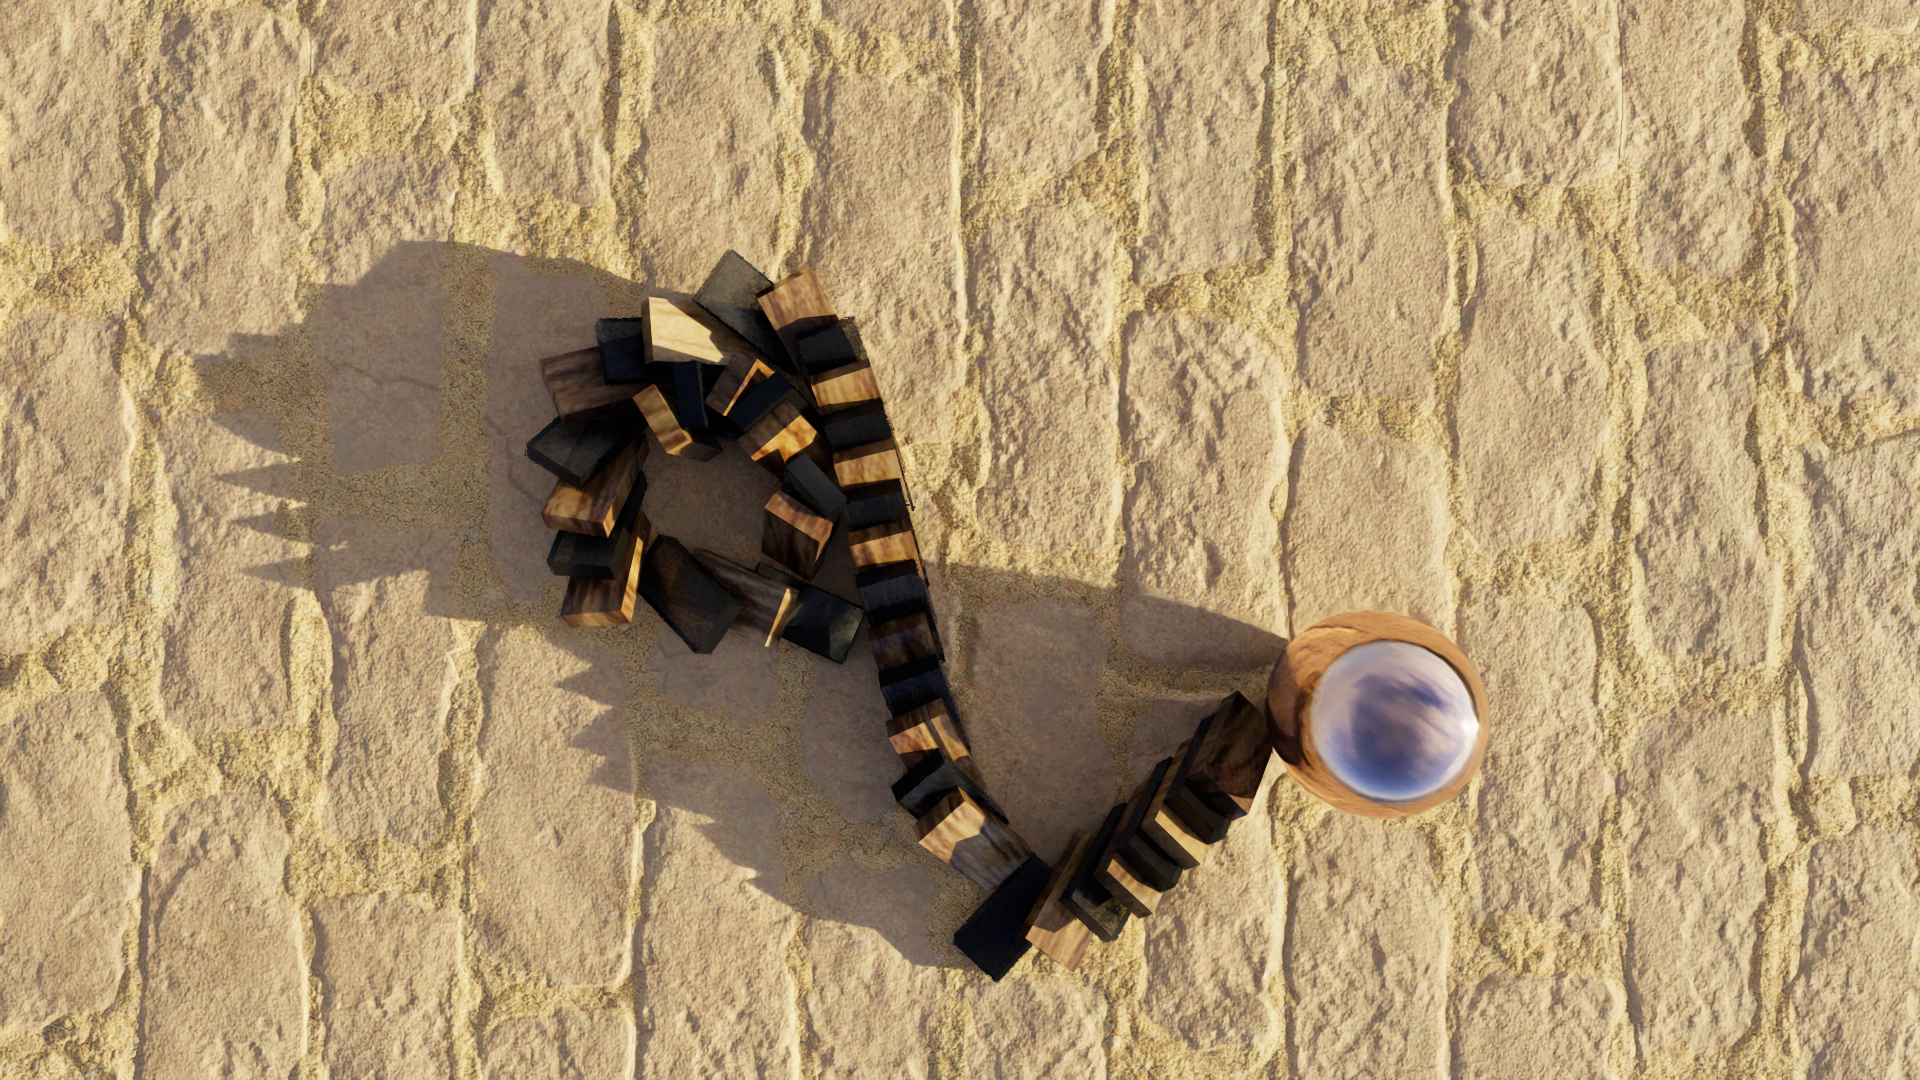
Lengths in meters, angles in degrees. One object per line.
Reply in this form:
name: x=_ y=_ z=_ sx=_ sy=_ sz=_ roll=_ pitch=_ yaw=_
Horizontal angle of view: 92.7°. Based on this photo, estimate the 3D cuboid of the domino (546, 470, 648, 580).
domino: x=-0.150 y=-0.008 z=0.381 sx=0.025 sy=0.010 sz=0.050 roll=4 pitch=54 yaw=0

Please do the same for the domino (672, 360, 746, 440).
domino: x=-0.100 y=-0.056 z=0.375 sx=0.009 sy=0.050 sz=0.025 roll=-7 pitch=90 yaw=9

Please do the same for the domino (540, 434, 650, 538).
domino: x=-0.150 y=-0.025 z=0.381 sx=0.025 sy=0.009 sz=0.050 roll=9 pitch=51 yaw=0

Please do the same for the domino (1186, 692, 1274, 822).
domino: x=0.114 y=0.088 z=0.379 sx=0.025 sy=0.050 sz=0.010 roll=45 pitch=135 yaw=0

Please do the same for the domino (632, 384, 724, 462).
domino: x=-0.114 y=-0.047 z=0.375 sx=0.009 sy=0.050 sz=0.025 roll=-32 pitch=90 yaw=1

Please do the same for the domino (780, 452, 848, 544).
domino: x=-0.061 y=-0.014 z=0.374 sx=0.010 sy=0.050 sz=0.025 roll=-41 pitch=85 yaw=-24

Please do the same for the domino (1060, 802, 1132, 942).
domino: x=0.064 y=0.137 z=0.381 sx=0.025 sy=0.010 sz=0.050 roll=43 pitch=52 yaw=0

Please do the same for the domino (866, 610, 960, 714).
domino: x=-0.019 y=0.055 z=0.383 sx=0.025 sy=0.009 sz=0.050 roll=-18 pitch=120 yaw=0

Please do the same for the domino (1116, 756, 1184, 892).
domino: x=0.085 y=0.117 z=0.379 sx=0.025 sy=0.010 sz=0.050 roll=43 pitch=45 yaw=0

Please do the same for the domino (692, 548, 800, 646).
domino: x=-0.094 y=0.024 z=0.386 sx=0.050 sy=0.009 sz=0.025 roll=21 pitch=90 yaw=23

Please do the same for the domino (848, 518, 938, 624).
domino: x=-0.027 y=0.016 z=0.381 sx=0.025 sy=0.009 sz=0.050 roll=-15 pitch=126 yaw=-1

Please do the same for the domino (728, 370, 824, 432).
domino: x=-0.073 y=-0.049 z=0.375 sx=0.025 sy=0.050 sz=0.010 roll=-41 pitch=77 yaw=0

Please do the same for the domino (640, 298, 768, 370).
domino: x=-0.105 y=-0.085 z=0.381 sx=0.050 sy=0.009 sz=0.025 roll=-4 pitch=90 yaw=-39

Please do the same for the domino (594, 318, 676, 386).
domino: x=-0.124 y=-0.080 z=0.383 sx=0.050 sy=0.010 sz=0.025 roll=-10 pitch=90 yaw=-30

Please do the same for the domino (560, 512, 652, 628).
domino: x=-0.146 y=0.012 z=0.380 sx=0.025 sy=0.010 sz=0.050 roll=-5 pitch=53 yaw=4

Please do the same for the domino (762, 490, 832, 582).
domino: x=-0.067 y=-0.001 z=0.375 sx=0.025 sy=0.050 sz=0.009 roll=32 pitch=66 yaw=0

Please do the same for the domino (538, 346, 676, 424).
domino: x=-0.145 y=-0.068 z=0.382 sx=0.050 sy=0.009 sz=0.025 roll=-24 pitch=86 yaw=-32

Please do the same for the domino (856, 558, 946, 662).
domino: x=-0.024 y=0.033 z=0.382 sx=0.025 sy=0.010 sz=0.050 roll=-15 pitch=125 yaw=0

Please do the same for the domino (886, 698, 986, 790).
domino: x=-0.009 y=0.090 z=0.382 sx=0.025 sy=0.010 sz=0.050 roll=-24 pitch=123 yaw=1

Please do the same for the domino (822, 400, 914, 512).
domino: x=-0.037 y=-0.031 z=0.382 sx=0.025 sy=0.009 sz=0.050 roll=-15 pitch=126 yaw=0

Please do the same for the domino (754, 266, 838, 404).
domino: x=-0.061 y=-0.085 z=0.382 sx=0.025 sy=0.009 sz=0.050 roll=-30 pitch=121 yaw=-4

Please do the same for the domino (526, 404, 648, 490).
domino: x=-0.152 y=-0.046 z=0.381 sx=0.025 sy=0.010 sz=0.050 roll=32 pitch=53 yaw=0

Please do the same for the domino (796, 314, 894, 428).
domino: x=-0.048 y=-0.065 z=0.383 sx=0.025 sy=0.010 sz=0.050 roll=-19 pitch=120 yaw=0

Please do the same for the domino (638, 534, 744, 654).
domino: x=-0.115 y=0.022 z=0.383 sx=0.050 sy=0.010 sz=0.025 roll=39 pitch=98 yaw=26

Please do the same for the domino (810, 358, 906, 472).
domino: x=-0.042 y=-0.048 z=0.382 sx=0.025 sy=0.010 sz=0.050 roll=-18 pitch=125 yaw=0

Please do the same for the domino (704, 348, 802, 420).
domino: x=-0.083 y=-0.058 z=0.375 sx=0.009 sy=0.050 sz=0.025 roll=31 pitch=90 yaw=12

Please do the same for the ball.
ball: x=0.162 y=0.068 z=0.360 sx=0.080 sy=0.080 sz=0.080 roll=0 pitch=90 yaw=0

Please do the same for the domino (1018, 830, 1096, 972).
domino: x=0.049 y=0.151 z=0.386 sx=0.025 sy=0.009 sz=0.050 roll=37 pitch=69 yaw=-5

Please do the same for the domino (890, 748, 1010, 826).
domino: x=-0.003 y=0.111 z=0.383 sx=0.025 sy=0.010 sz=0.050 roll=-40 pitch=122 yaw=1

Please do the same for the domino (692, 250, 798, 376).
domino: x=-0.082 y=-0.094 z=0.381 sx=0.050 sy=0.010 sz=0.025 roll=36 pitch=86 yaw=-36

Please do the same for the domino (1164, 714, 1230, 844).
domino: x=0.104 y=0.098 z=0.379 sx=0.025 sy=0.050 sz=0.010 roll=44 pitch=135 yaw=0

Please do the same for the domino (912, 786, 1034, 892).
domino: x=0.006 y=0.126 z=0.382 sx=0.025 sy=0.010 sz=0.050 roll=-42 pitch=122 yaw=2

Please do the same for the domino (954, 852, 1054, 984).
domino: x=0.024 y=0.162 z=0.395 sx=0.025 sy=0.010 sz=0.050 roll=43 pitch=90 yaw=0

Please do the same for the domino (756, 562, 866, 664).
domino: x=-0.068 y=0.031 z=0.395 sx=0.050 sy=0.010 sz=0.025 roll=24 pitch=90 yaw=0

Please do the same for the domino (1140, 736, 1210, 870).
domino: x=0.095 y=0.108 z=0.379 sx=0.025 sy=0.009 sz=0.050 roll=44 pitch=45 yaw=0

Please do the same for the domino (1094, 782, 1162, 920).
domino: x=0.076 y=0.127 z=0.379 sx=0.025 sy=0.010 sz=0.050 roll=43 pitch=45 yaw=0

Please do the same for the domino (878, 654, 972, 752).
domino: x=-0.014 y=0.072 z=0.382 sx=0.025 sy=0.009 sz=0.050 roll=-18 pitch=124 yaw=0

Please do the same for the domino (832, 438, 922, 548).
domino: x=-0.034 y=-0.016 z=0.381 sx=0.025 sy=0.010 sz=0.050 roll=-14 pitch=126 yaw=-1

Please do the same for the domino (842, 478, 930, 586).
domino: x=-0.031 y=0.000 z=0.381 sx=0.025 sy=0.009 sz=0.050 roll=-15 pitch=126 yaw=-1

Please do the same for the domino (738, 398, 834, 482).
domino: x=-0.068 y=-0.037 z=0.375 sx=0.025 sy=0.050 sz=0.009 roll=-40 pitch=71 yaw=0
